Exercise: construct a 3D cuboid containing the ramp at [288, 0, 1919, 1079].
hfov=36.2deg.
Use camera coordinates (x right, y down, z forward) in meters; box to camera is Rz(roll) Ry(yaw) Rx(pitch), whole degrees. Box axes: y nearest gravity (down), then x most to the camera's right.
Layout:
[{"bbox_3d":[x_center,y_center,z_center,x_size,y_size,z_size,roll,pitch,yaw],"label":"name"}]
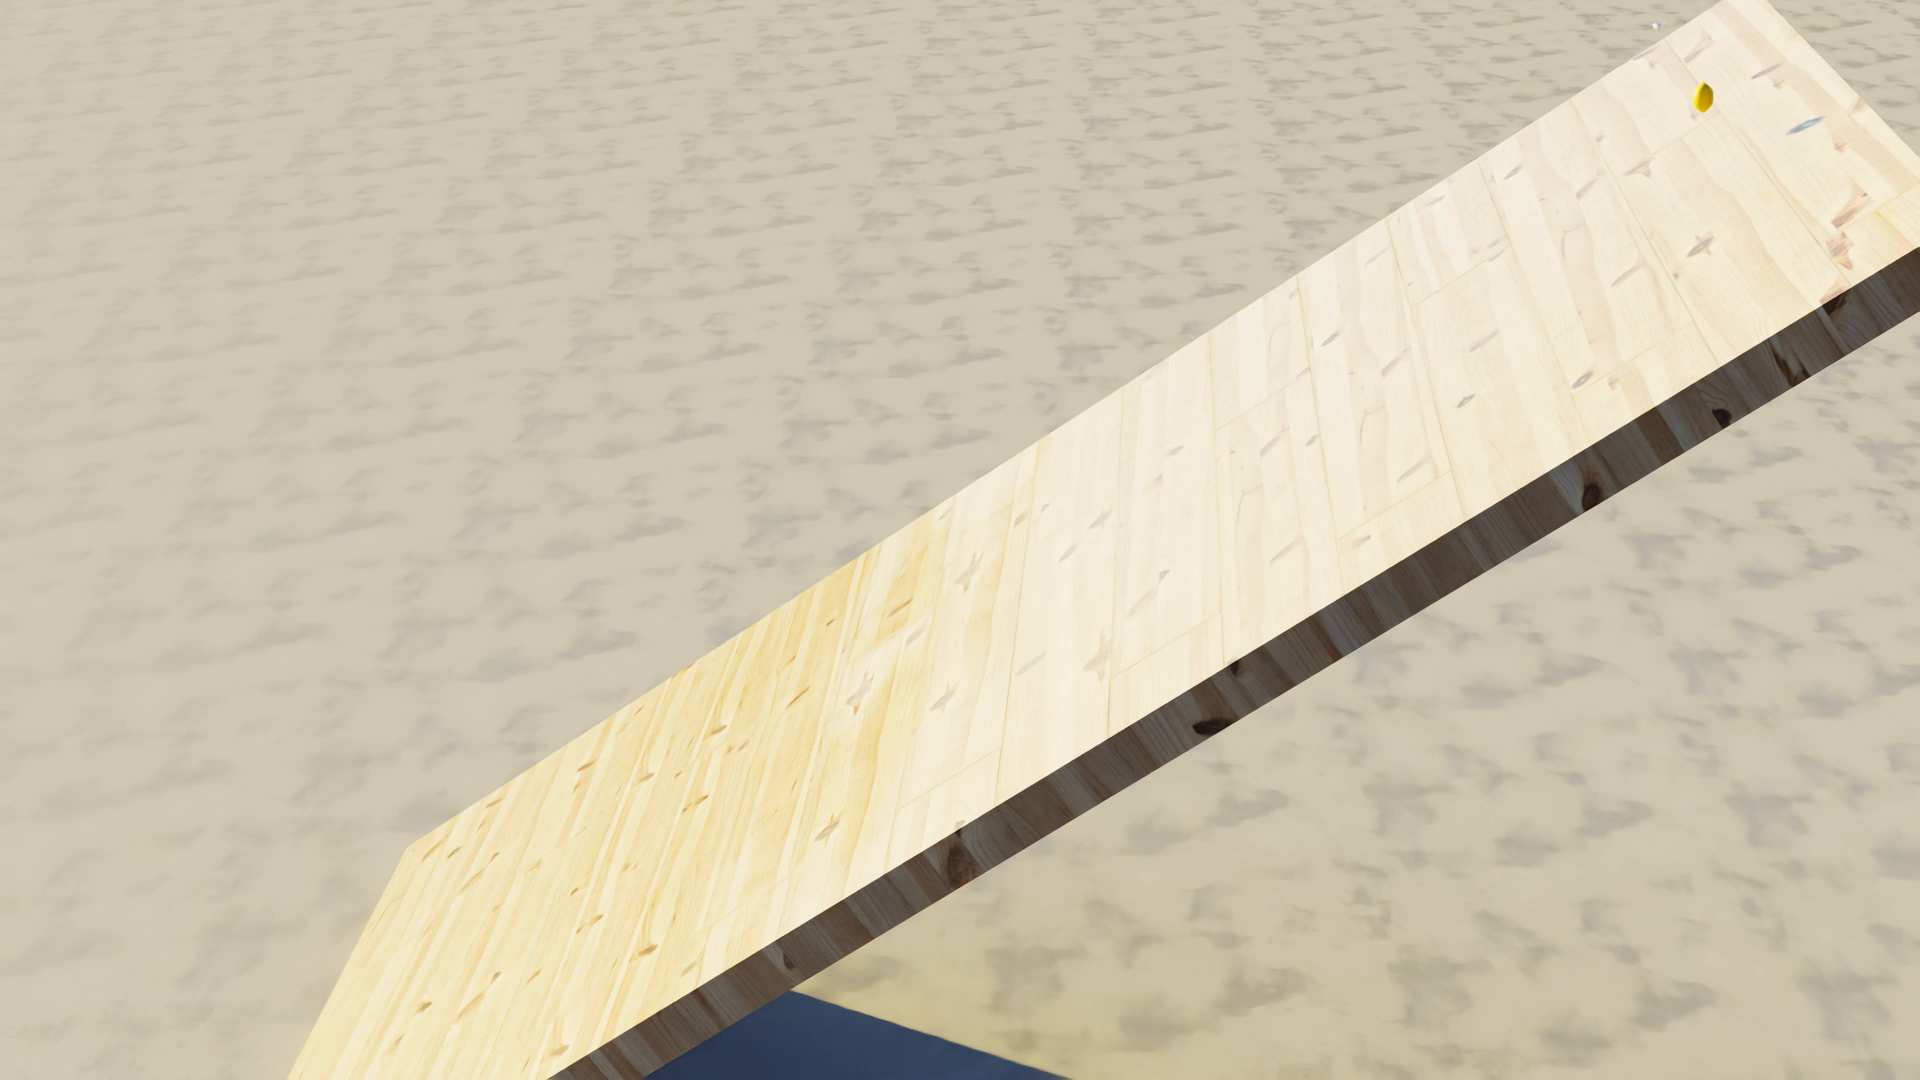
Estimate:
[{"bbox_3d":[0.135,0.174,6.307,4.000,0.100,2.000,-33,16,15],"label":"ramp"}]
